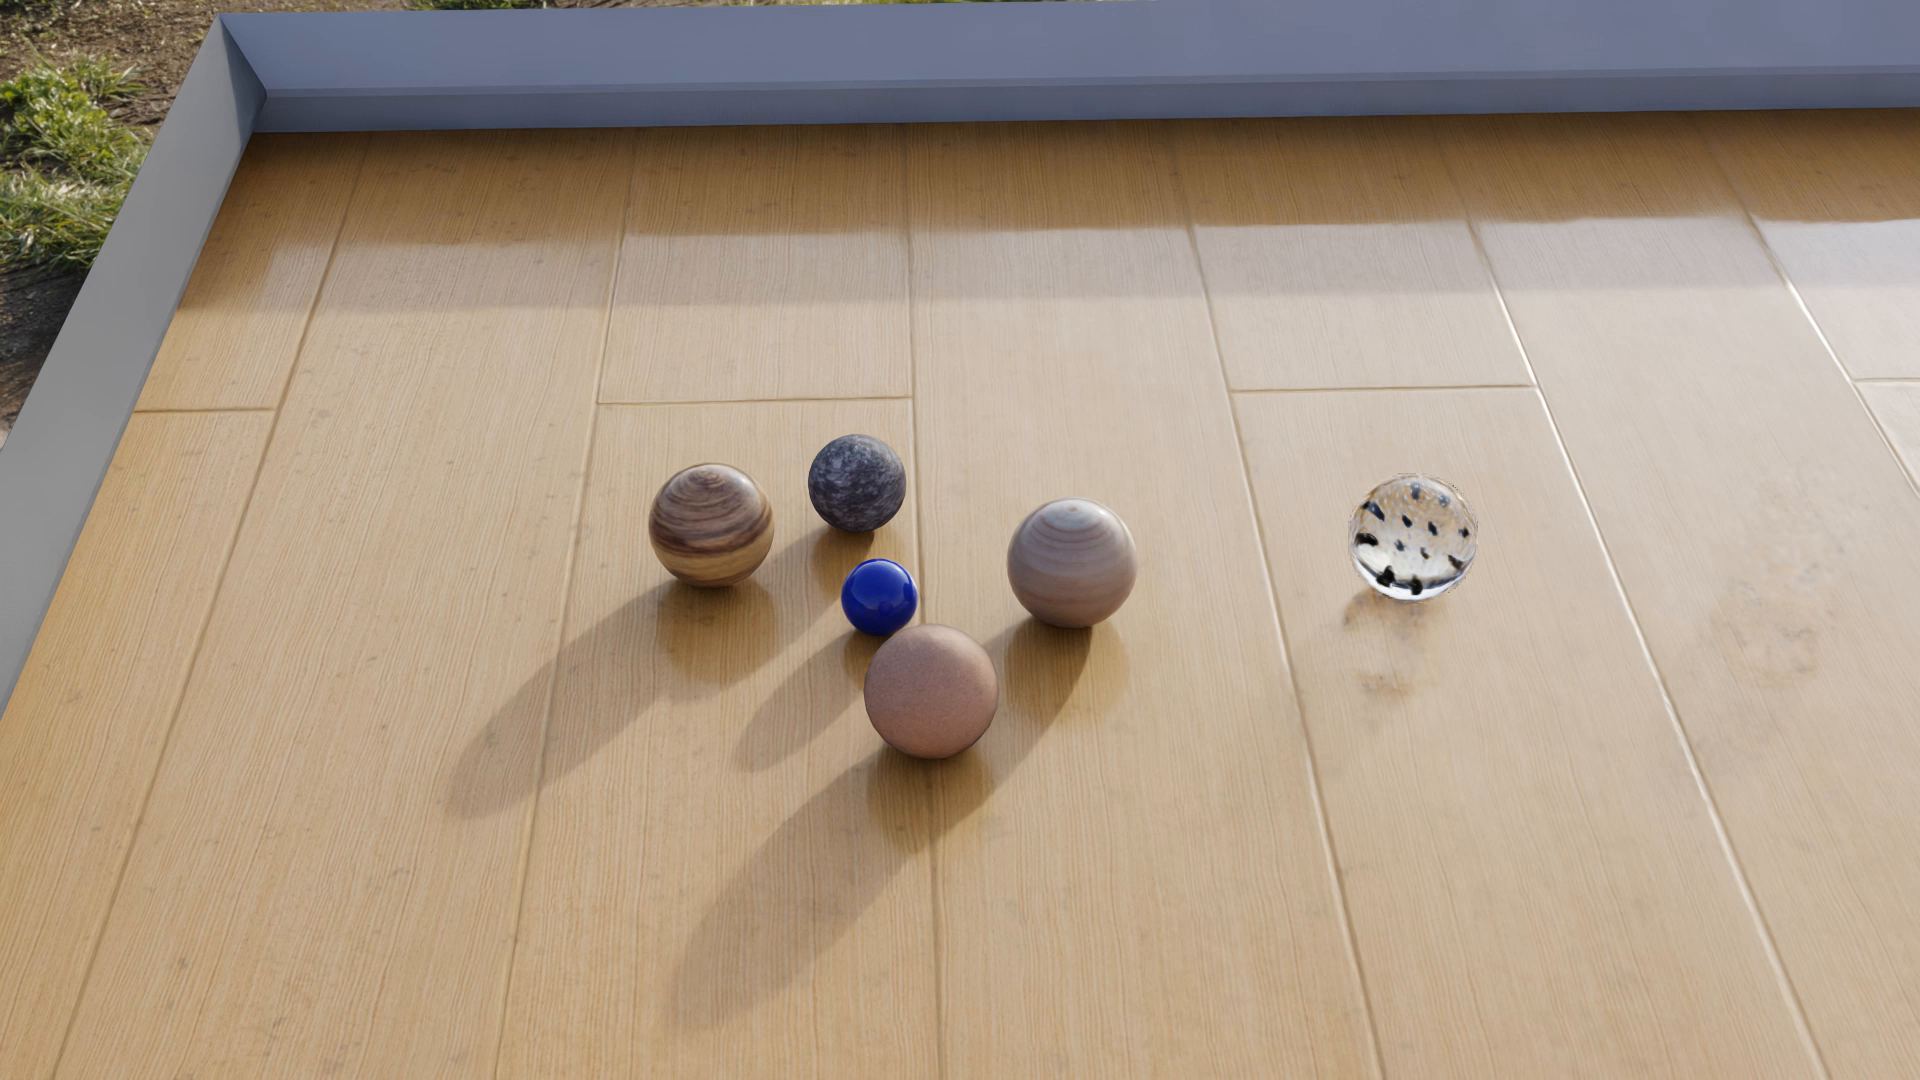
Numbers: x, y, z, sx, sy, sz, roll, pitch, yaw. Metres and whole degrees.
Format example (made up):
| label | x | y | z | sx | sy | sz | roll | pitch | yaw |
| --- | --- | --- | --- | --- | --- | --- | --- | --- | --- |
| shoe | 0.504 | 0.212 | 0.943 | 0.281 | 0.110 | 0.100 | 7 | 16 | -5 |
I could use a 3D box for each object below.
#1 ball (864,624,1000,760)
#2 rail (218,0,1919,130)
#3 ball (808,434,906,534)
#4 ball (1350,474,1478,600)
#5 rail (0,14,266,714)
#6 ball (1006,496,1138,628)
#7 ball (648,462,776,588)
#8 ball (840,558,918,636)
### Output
| label | x | y | z | sx | sy | sz | roll | pitch | yaw |
| --- | --- | --- | --- | --- | --- | --- | --- | --- | --- |
| ball | -0.019 | 0.098 | 1.659 | 0.088 | 0.088 | 0.088 | 0 | 35 | 0 |
| rail | 0.631 | -0.447 | 2.404 | 2.628 | 0.118 | 0.045 | -1 | 35 | -2 |
| ball | -0.075 | -0.041 | 1.870 | 0.072 | 0.072 | 0.072 | 0 | 35 | 0 |
| ball | 0.318 | -0.002 | 1.799 | 0.088 | 0.088 | 0.088 | 0 | 35 | 0 |
| rail | -0.633 | -0.004 | 1.775 | 0.045 | 0.118 | 1.496 | -1 | 35 | -2 |
| ball | 0.077 | 0.016 | 1.772 | 0.091 | 0.091 | 0.091 | 0 | 35 | 0 |
| ball | -0.175 | -0.011 | 1.811 | 0.089 | 0.089 | 0.089 | 0 | 35 | 0 |
| ball | -0.056 | 0.040 | 1.771 | 0.054 | 0.054 | 0.054 | 0 | 35 | 0 |
